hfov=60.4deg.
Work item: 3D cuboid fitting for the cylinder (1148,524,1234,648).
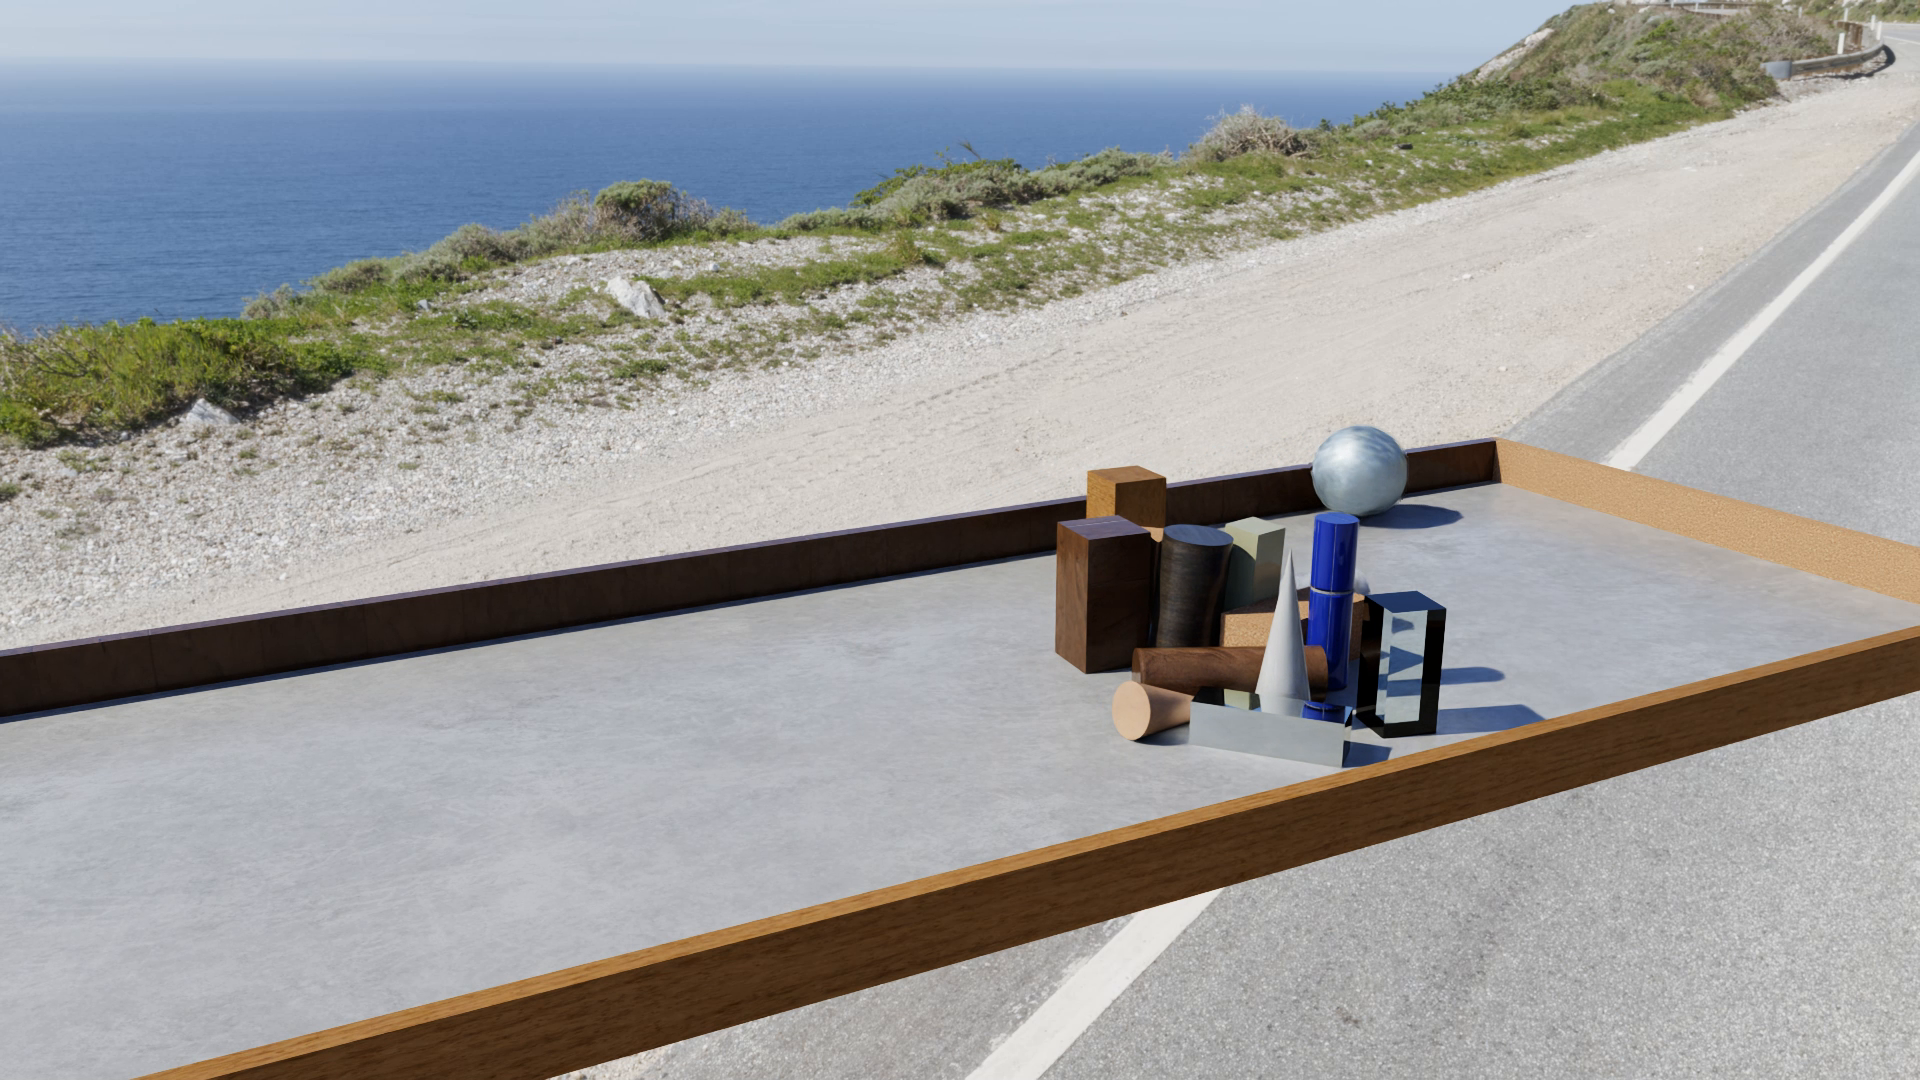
[{"bbox_3d":[0.586,0.149,4.215,0.178,0.341,0.178,5,17,-2],"label":"cylinder"}]

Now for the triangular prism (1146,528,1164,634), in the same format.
[{"bbox_3d":[0.496,0.124,4.326,0.082,0.325,0.095,20,31,33],"label":"triangular prism"}]

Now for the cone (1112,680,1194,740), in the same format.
[{"bbox_3d":[0.534,0.398,3.884,0.343,0.135,0.135,3,12,-34],"label":"cone"}]

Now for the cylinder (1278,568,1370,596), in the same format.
[{"bbox_3d":[0.950,0.169,4.509,0.321,0.152,0.152,-10,19,-29],"label":"cylinder"}]

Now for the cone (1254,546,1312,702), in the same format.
[{"bbox_3d":[0.752,0.225,3.807,0.156,0.438,0.156,0,15,0],"label":"cone"}]

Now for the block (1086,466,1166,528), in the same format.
[{"bbox_3d":[0.489,-0.033,4.878,0.170,0.332,0.170,-7,17,-23],"label":"block"}]

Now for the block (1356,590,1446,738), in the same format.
[{"bbox_3d":[1.023,0.288,3.832,0.135,0.306,0.135,-4,17,-14],"label":"block"}]

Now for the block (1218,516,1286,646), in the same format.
[{"bbox_3d":[0.755,0.126,4.302,0.108,0.345,0.108,-13,24,-38],"label":"block"}]

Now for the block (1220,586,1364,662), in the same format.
[{"bbox_3d":[0.861,0.244,4.241,0.394,0.160,0.160,-13,21,-37],"label":"block"}]

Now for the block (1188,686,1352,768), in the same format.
[{"bbox_3d":[0.703,0.421,3.735,0.346,0.105,0.105,7,18,21],"label":"block"}]

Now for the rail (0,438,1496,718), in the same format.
[{"bbox_3d":[-3.305,0.497,3.399,12.000,0.150,0.050,-9,18,-27],"label":"rail"}]

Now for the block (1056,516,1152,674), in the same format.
[{"bbox_3d":[0.366,0.138,4.253,0.177,0.357,0.177,-7,18,-22],"label":"block"}]

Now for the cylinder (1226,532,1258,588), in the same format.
[{"bbox_3d":[0.647,0.085,4.787,0.439,0.157,0.157,-10,19,-32],"label":"cylinder"}]

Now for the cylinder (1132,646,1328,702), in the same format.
[{"bbox_3d":[0.650,0.328,3.990,0.450,0.141,0.141,-1,16,-3],"label":"cylinder"}]

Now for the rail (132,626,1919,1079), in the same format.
[{"bbox_3d":[-2.336,1.006,1.665,12.000,0.150,0.050,-9,18,-27],"label":"rail"}]

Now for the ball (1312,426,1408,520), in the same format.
[{"bbox_3d":[1.348,-0.228,5.569,0.316,0.316,0.316,0,16,0],"label":"ball"}]

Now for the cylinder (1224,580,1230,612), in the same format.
[{"bbox_3d":[0.520,0.166,4.478,0.400,0.176,0.176,-1,16,-2],"label":"cylinder"}]

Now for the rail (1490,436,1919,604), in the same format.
[{"bbox_3d":[2.466,-0.048,5.253,0.050,0.150,2.100,-9,18,-27],"label":"rail"}]

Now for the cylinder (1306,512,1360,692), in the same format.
[{"bbox_3d":[0.915,0.154,4.066,0.106,0.430,0.106,0,16,0],"label":"cylinder"}]
